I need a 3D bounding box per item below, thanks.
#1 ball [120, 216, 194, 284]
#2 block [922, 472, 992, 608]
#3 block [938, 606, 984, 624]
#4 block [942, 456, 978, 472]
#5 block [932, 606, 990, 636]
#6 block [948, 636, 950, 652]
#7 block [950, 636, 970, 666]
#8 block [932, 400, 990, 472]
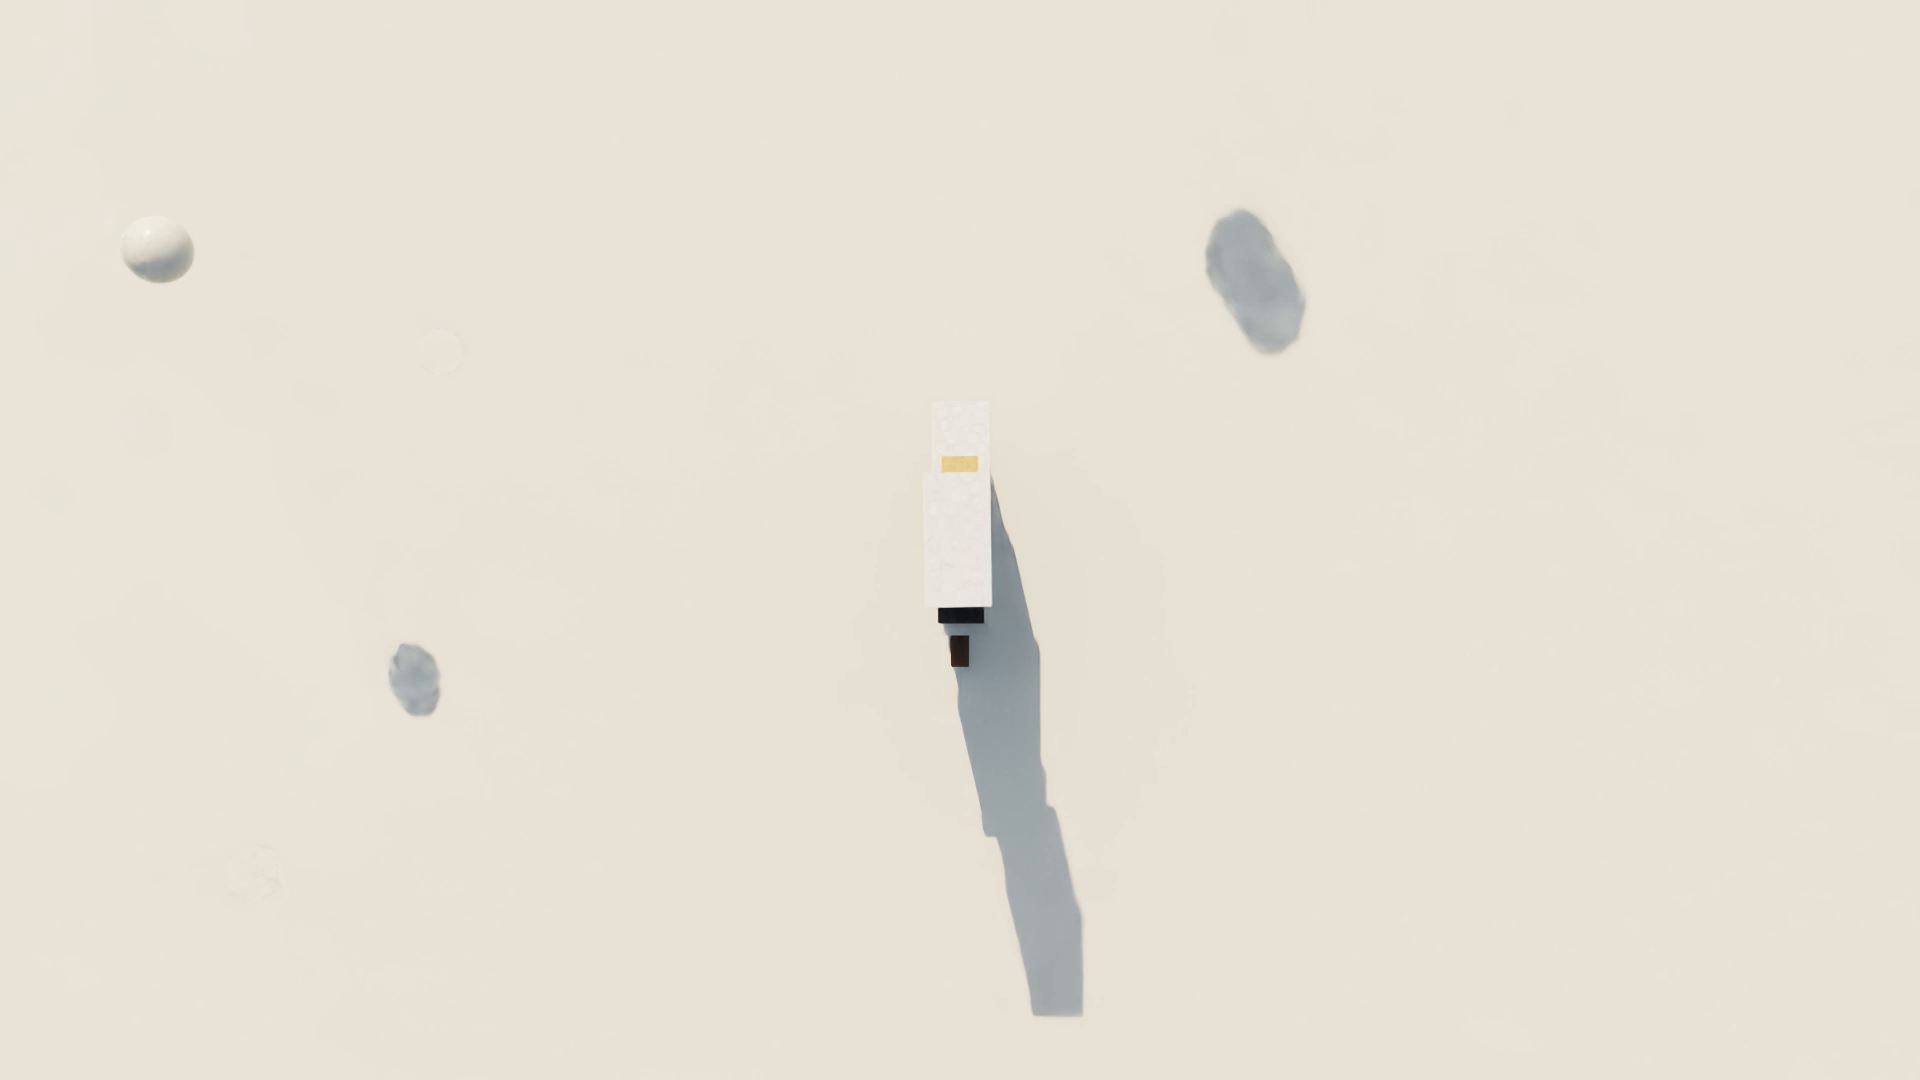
[{"bbox_3d":[-2.103,-0.760,4.322,0.177,0.177,0.177,0,90,0],"label":"ball"},{"bbox_3d":[-0.006,-0.001,4.160,0.169,0.048,0.338,-1,90,0],"label":"block"},{"bbox_3d":[0.003,0.102,4.542,0.128,0.036,0.256,0,90,0],"label":"block"},{"bbox_3d":[0.000,-0.130,4.536,0.100,0.028,0.201,0,90,0],"label":"block"},{"bbox_3d":[0.002,0.109,4.840,0.169,0.048,0.338,0,90,0],"label":"block"},{"bbox_3d":[-0.004,0.296,5.354,0.068,0.019,0.137,0,90,0],"label":"block"},{"bbox_3d":[0.000,0.342,5.219,0.059,0.017,0.117,0,90,0],"label":"block"},{"bbox_3d":[0.003,-0.233,4.775,0.168,0.048,0.336,0,90,0],"label":"block"}]
